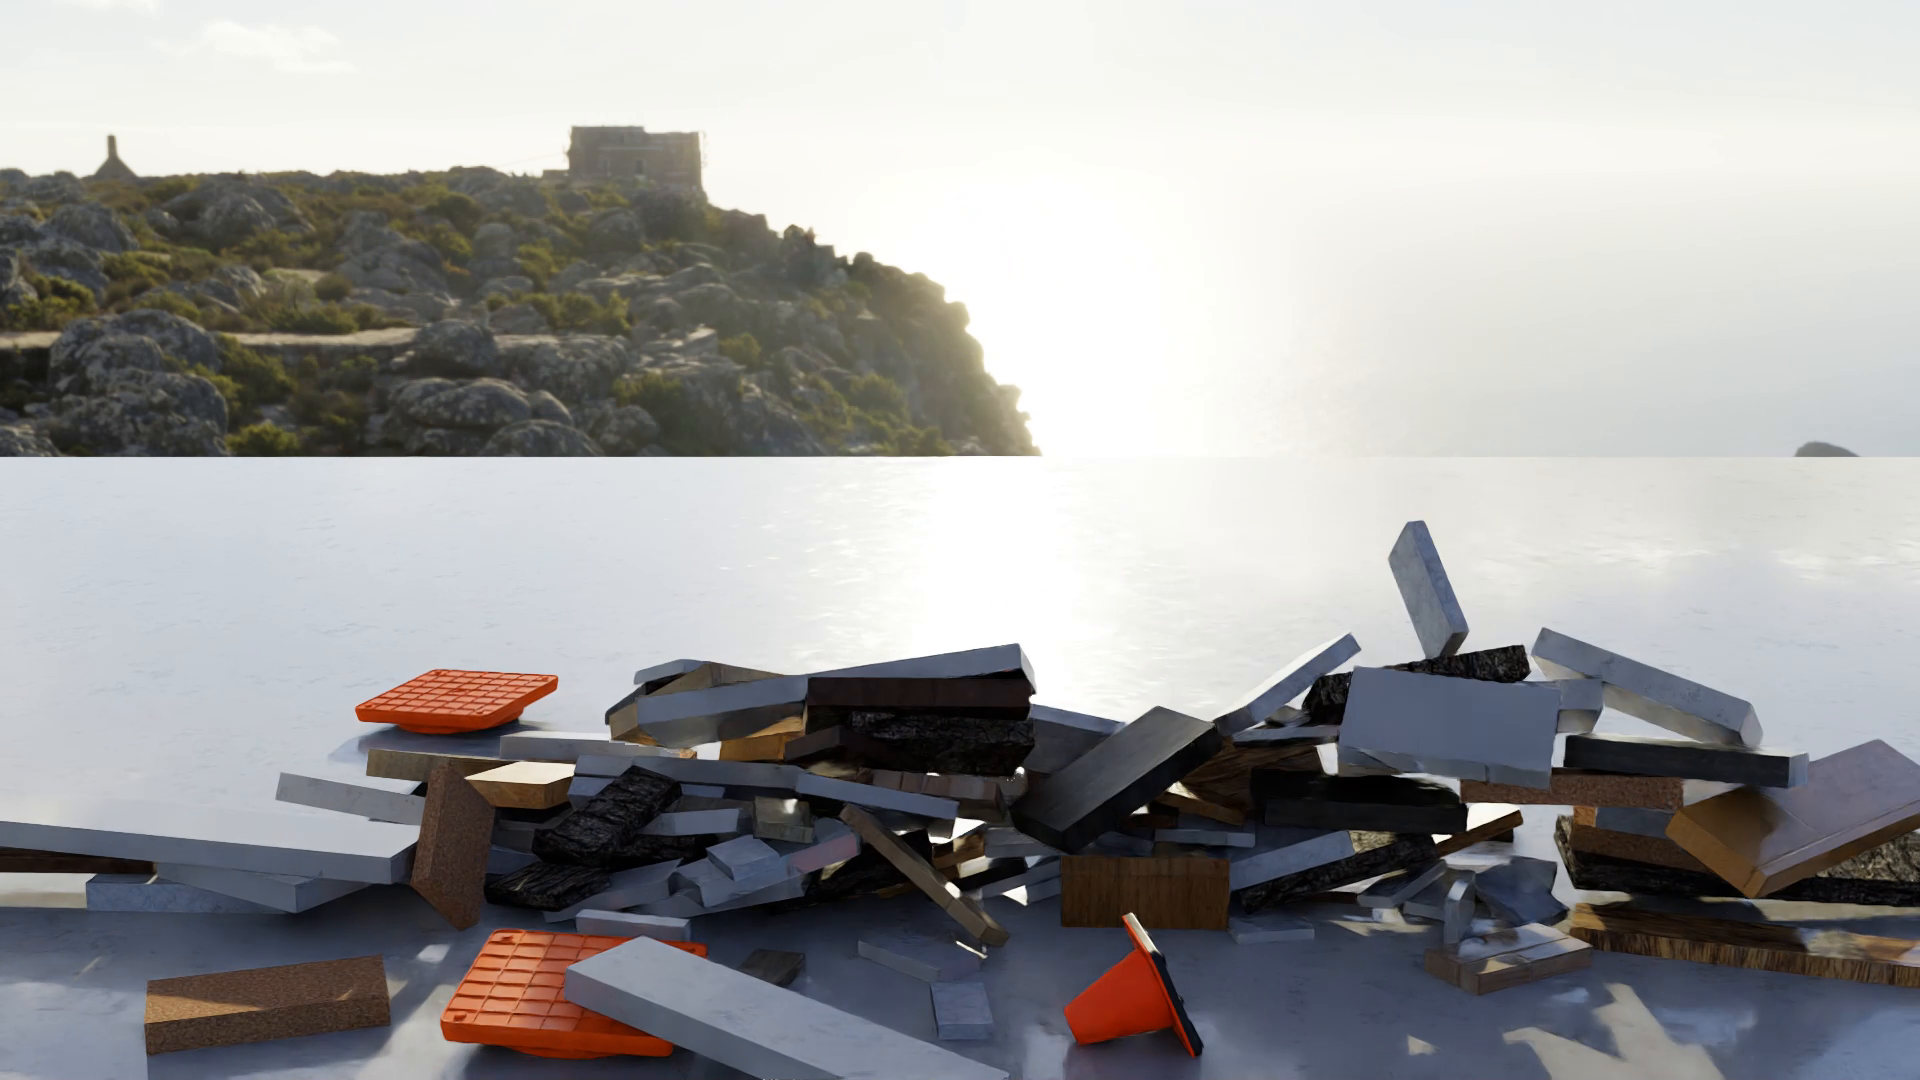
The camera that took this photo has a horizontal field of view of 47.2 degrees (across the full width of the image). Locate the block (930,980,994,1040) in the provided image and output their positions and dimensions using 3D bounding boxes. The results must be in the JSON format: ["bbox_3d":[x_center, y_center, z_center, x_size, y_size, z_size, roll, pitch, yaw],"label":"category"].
[{"bbox_3d":[0.002,0.674,3.156,0.078,0.022,0.156,-1,11,-5],"label":"block"}]

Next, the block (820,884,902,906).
[{"bbox_3d":[-0.163,0.568,3.640,0.140,0.020,0.070,-14,10,5],"label":"block"}]

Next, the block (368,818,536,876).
[{"bbox_3d":[-0.874,0.527,3.769,0.276,0.039,0.138,8,-8,35],"label":"block"}]

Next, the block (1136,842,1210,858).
[{"bbox_3d":[0.319,0.534,3.646,0.188,0.027,0.094,-19,9,12],"label":"block"}]

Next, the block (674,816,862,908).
[{"bbox_3d":[-0.308,0.514,3.515,0.270,0.038,0.135,-17,10,-23],"label":"block"}]

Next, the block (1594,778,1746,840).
[{"bbox_3d":[1.224,0.441,3.625,0.337,0.048,0.168,8,23,14],"label":"block"}]

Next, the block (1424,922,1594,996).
[{"bbox_3d":[0.833,0.635,3.338,0.233,0.033,0.117,-6,12,-30],"label":"block"}]

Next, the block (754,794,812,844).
[{"bbox_3d":[-0.288,0.451,3.562,0.089,0.025,0.177,9,6,-7],"label":"block"}]

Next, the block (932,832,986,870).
[{"bbox_3d":[-0.027,0.525,3.664,0.140,0.020,0.070,-17,10,5],"label":"block"}]

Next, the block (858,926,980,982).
[{"bbox_3d":[-0.064,0.634,3.362,0.177,0.025,0.089,10,15,44],"label":"block"}]

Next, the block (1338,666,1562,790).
[{"bbox_3d":[0.778,0.296,3.496,0.327,0.046,0.163,6,49,18],"label":"block"}]

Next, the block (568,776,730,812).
[{"bbox_3d":[-0.536,0.484,3.864,0.280,0.140,0.040,2,46,13],"label":"block"}]

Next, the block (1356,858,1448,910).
[{"bbox_3d":[0.722,0.558,3.583,0.146,0.021,0.073,-25,11,-37],"label":"block"}]

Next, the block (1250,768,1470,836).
[{"bbox_3d":[0.646,0.426,3.582,0.324,0.046,0.162,3,11,-2],"label":"block"}]

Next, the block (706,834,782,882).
[{"bbox_3d":[-0.341,0.499,3.458,0.078,0.022,0.156,-16,10,-19],"label":"block"}]

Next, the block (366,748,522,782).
[{"bbox_3d":[-0.929,0.430,4.111,0.174,0.049,0.348,3,-6,22],"label":"block"}]

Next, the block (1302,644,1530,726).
[{"bbox_3d":[0.773,0.254,3.746,0.354,0.050,0.177,-9,-19,-4],"label":"block"}]

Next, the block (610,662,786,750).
[{"bbox_3d":[-0.469,0.300,3.927,0.162,0.046,0.325,13,-28,-38],"label":"block"}]

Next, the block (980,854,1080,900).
[{"bbox_3d":[0.118,0.548,3.670,0.169,0.024,0.085,-19,9,5],"label":"block"}]

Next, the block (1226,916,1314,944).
[{"bbox_3d":[0.491,0.616,3.479,0.124,0.018,0.062,-2,11,-10],"label":"block"}]

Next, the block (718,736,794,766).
[{"bbox_3d":[-0.287,0.423,3.981,0.147,0.042,0.294,-7,-26,32],"label":"block"}]

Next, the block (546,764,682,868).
[{"bbox_3d":[-0.572,0.456,3.643,0.107,0.030,0.213,14,37,34],"label":"block"}]

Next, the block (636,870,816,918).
[{"bbox_3d":[-0.377,0.560,3.566,0.270,0.038,0.135,-11,9,8],"label":"block"}]

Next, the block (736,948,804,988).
[{"bbox_3d":[-0.293,0.651,3.280,0.078,0.022,0.156,3,11,14],"label":"block"}]

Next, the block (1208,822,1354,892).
[{"bbox_3d":[0.482,0.518,3.630,0.324,0.046,0.162,-18,9,8],"label":"block"}]

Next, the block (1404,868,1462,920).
[{"bbox_3d":[0.779,0.574,3.583,0.073,0.021,0.146,8,20,25],"label":"block"}]

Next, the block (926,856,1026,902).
[{"bbox_3d":[0.025,0.554,3.661,0.169,0.024,0.085,-17,10,3],"label":"block"}]

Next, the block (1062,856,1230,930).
[{"bbox_3d":[0.292,0.559,3.478,0.262,0.131,0.037,1,41,3],"label":"block"}]

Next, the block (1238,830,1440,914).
[{"bbox_3d":[0.615,0.523,3.626,0.324,0.046,0.162,-18,9,7],"label":"block"}]

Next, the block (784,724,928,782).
[{"bbox_3d":[-0.172,0.372,3.682,0.117,0.033,0.234,-20,-32,32],"label":"block"}]

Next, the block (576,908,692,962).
[{"bbox_3d":[-0.491,0.609,3.319,0.175,0.087,0.025,3,19,15],"label":"block"}]

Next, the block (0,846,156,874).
[{"bbox_3d":[-1.489,0.512,3.706,0.329,0.047,0.165,0,11,2],"label":"block"}]

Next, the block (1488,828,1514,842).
[{"bbox_3d":[0.909,0.515,3.997,0.191,0.027,0.095,3,11,14],"label":"block"}]

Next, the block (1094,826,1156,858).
[{"bbox_3d":[0.233,0.476,3.649,0.188,0.027,0.094,14,11,9],"label":"block"}]

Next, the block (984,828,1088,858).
[{"bbox_3d":[0.128,0.501,3.660,0.169,0.024,0.085,-3,10,5],"label":"block"}]

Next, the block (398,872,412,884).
[{"bbox_3d":[-0.986,0.534,3.696,0.276,0.039,0.138,9,-10,34],"label":"block"}]

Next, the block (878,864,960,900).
[{"bbox_3d":[-0.068,0.560,3.664,0.140,0.020,0.070,-17,10,4],"label":"block"}]

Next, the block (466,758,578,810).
[{"bbox_3d":[-0.766,0.440,3.991,0.156,0.044,0.311,2,2,12],"label":"block"}]

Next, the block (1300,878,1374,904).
[{"bbox_3d":[0.615,0.581,3.660,0.146,0.021,0.073,2,11,12],"label":"block"}]

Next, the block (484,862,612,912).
[{"bbox_3d":[-0.672,0.563,3.576,0.107,0.030,0.213,-22,12,-41],"label":"block"}]

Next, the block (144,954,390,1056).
[{"bbox_3d":[-0.991,0.663,3.149,0.327,0.046,0.163,-3,11,-18],"label":"block"}]

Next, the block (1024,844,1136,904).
[{"bbox_3d":[0.200,0.547,3.657,0.188,0.027,0.094,-19,9,5],"label":"block"}]

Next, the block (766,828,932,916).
[{"bbox_3d":[-0.181,0.545,3.618,0.270,0.038,0.135,-15,10,2],"label":"block"}]

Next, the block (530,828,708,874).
[{"bbox_3d":[-0.563,0.530,3.691,0.276,0.039,0.138,2,-24,9],"label":"block"}]

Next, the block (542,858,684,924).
[{"bbox_3d":[-0.558,0.568,3.561,0.213,0.030,0.107,-13,9,10],"label":"block"}]

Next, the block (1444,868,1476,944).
[{"bbox_3d":[0.795,0.584,3.495,0.022,0.076,0.152,4,11,22],"label":"block"}]

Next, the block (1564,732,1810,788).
[{"bbox_3d":[1.147,0.347,3.476,0.338,0.048,0.169,3,-1,30],"label":"block"}]

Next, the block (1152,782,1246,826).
[{"bbox_3d":[0.392,0.432,3.648,0.163,0.023,0.081,16,9,5],"label":"block"}]
